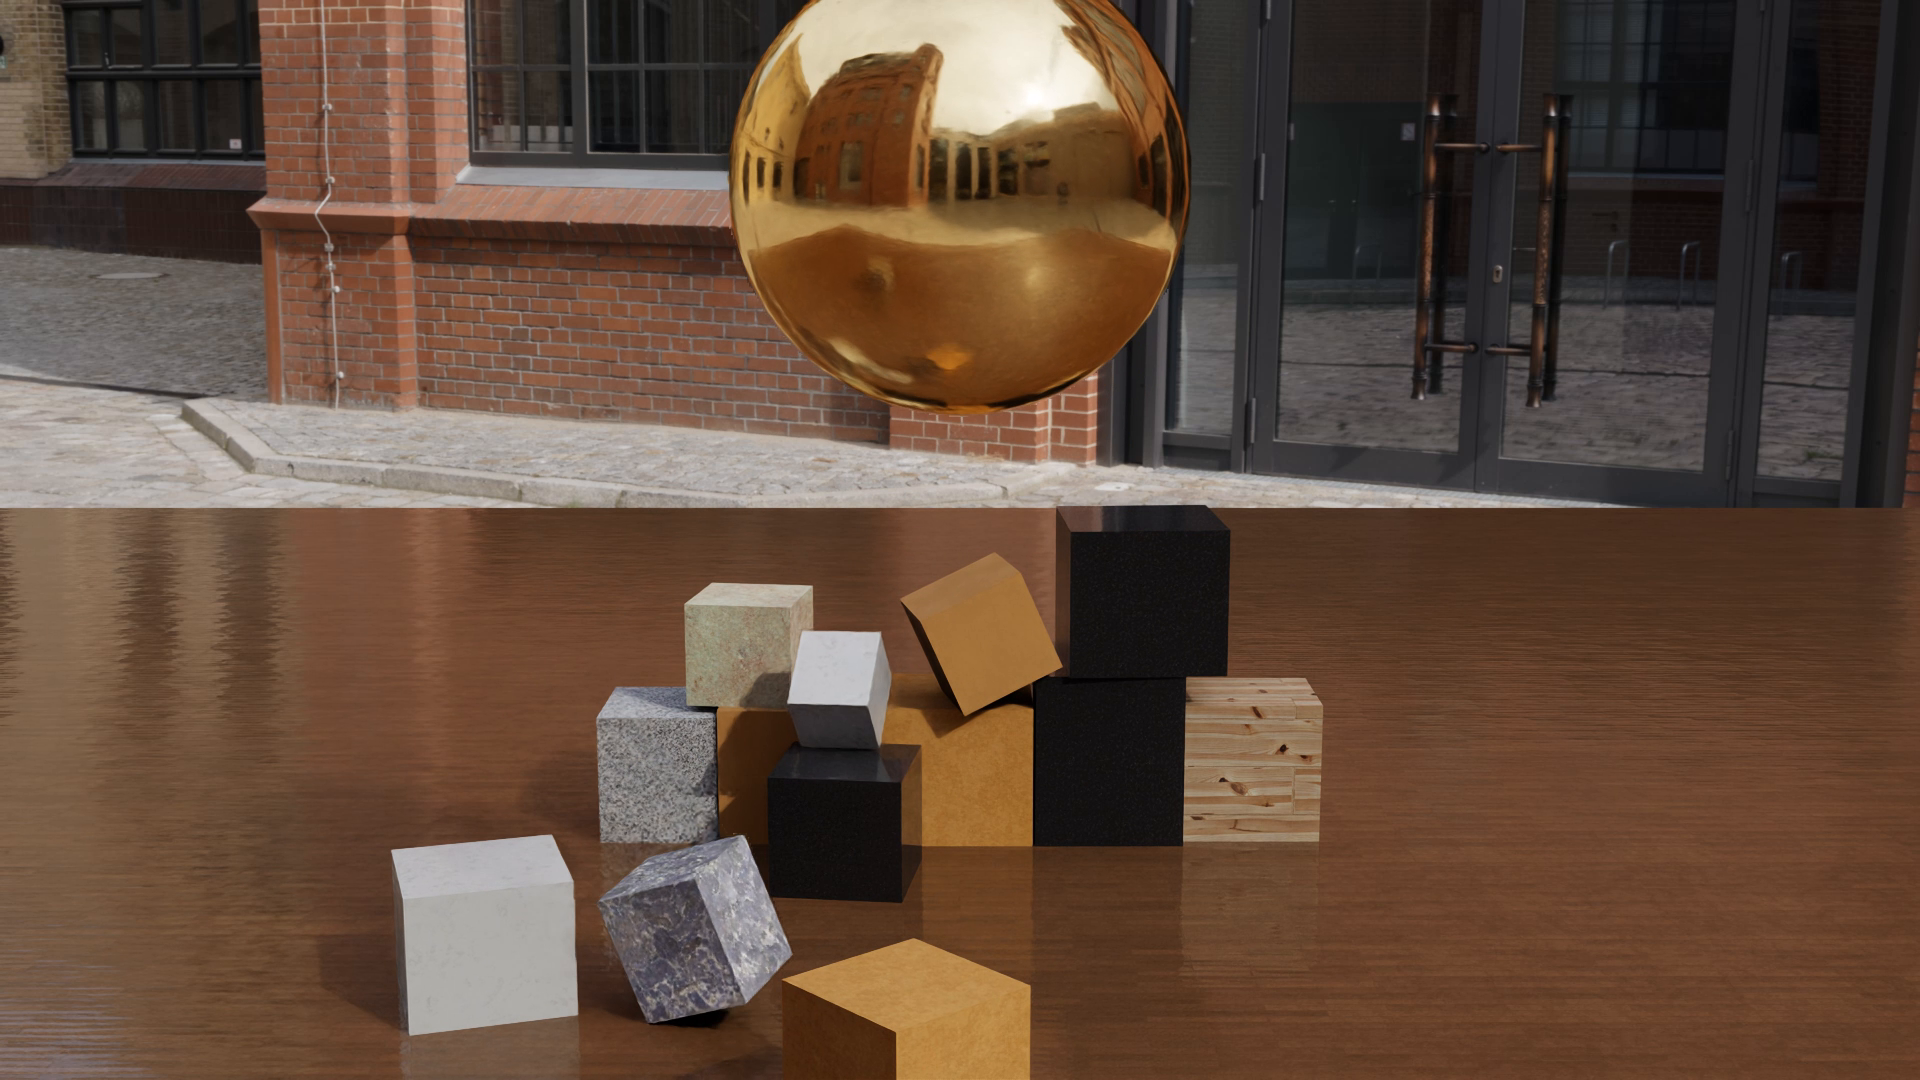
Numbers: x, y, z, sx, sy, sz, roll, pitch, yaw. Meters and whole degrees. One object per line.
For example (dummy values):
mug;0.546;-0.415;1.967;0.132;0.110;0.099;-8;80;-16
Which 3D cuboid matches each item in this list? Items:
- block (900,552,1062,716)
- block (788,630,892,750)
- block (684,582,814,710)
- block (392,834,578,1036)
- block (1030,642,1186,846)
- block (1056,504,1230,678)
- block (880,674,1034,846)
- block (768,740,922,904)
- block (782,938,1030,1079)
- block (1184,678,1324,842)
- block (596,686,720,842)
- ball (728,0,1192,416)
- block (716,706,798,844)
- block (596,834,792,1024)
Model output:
block;0.100;0.465;11.048;0.547;0.533;0.551;-26;15;-7
block;-0.580;0.729;10.700;0.391;0.367;0.435;1;51;10
block;-1.074;0.537;11.288;0.540;0.521;0.550;1;10;8
block;-1.970;1.616;9.087;0.669;0.568;0.642;-3;11;-18
block;0.750;1.042;11.374;0.745;0.880;0.768;0;10;0
block;0.915;0.250;11.214;0.786;0.736;0.773;-1;10;-3
block;-0.037;1.126;11.384;0.804;0.711;0.749;0;10;0
block;-0.542;1.342;10.556;0.631;0.583;0.647;1;10;7
block;-0.186;1.841;7.606;0.600;0.656;0.611;-9;14;-41
block;1.476;1.129;11.380;0.691;0.708;0.582;0;10;0
block;-1.522;1.155;11.391;0.598;0.652;0.640;0;10;0
ball;0.000;-1.232;7.594;1.600;1.600;1.600;0;10;0
block;-0.833;1.139;11.367;0.764;0.692;0.646;0;10;0
block;-1.068;1.572;8.895;0.481;0.547;0.434;-17;10;25
